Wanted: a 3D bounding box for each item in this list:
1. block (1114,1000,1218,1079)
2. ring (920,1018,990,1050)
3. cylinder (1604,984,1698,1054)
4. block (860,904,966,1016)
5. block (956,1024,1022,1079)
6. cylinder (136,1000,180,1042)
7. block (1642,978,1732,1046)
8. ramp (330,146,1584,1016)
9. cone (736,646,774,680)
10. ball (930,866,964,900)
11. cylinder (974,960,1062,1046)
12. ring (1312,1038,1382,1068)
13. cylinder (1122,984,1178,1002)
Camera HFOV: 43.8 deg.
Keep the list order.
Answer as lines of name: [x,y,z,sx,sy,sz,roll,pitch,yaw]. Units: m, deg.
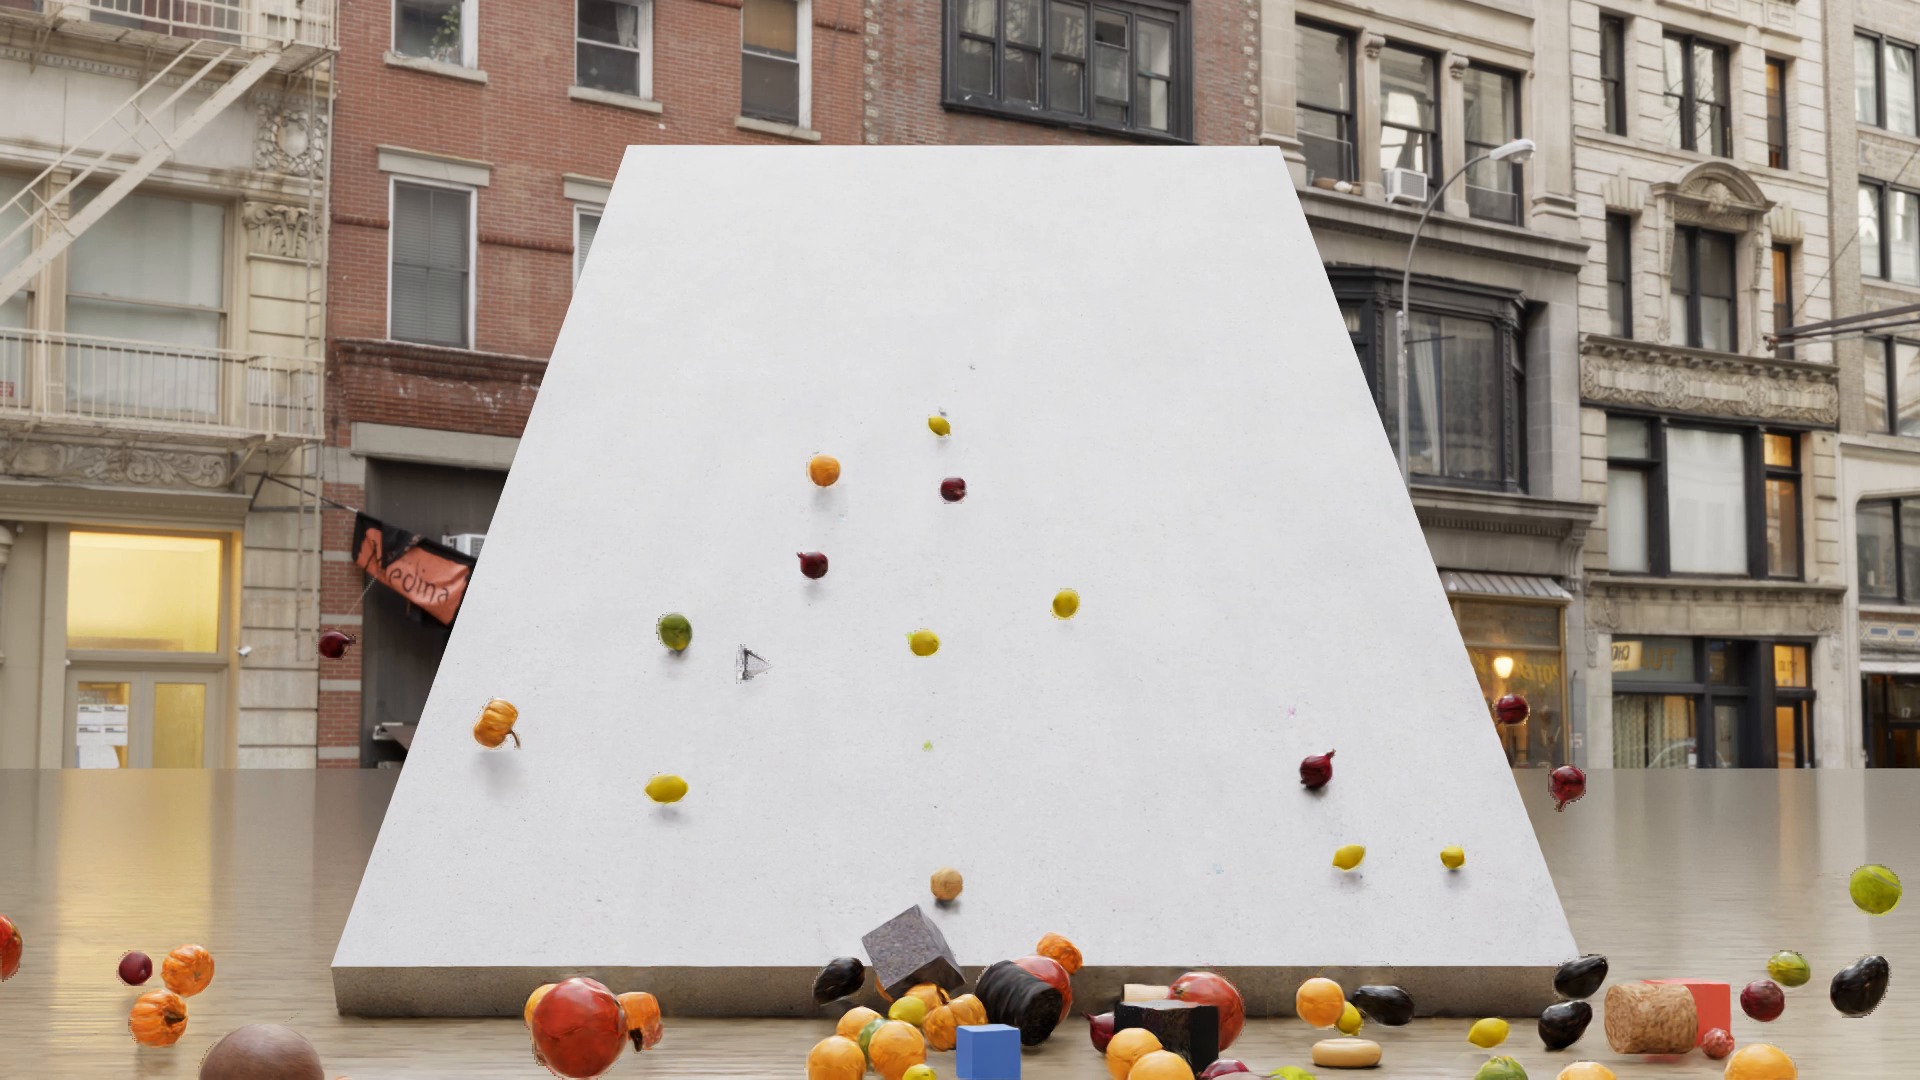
block: [0.266,0.648,3.082,0.096,0.096,0.096,4,-6,-35]
ring: [0.000,0.708,3.423,0.116,0.039,0.116,3,-5,0]
cylinder: [0.958,0.665,3.316,0.095,0.095,0.095,1,-5,-8]
block: [-0.070,0.633,3.596,0.100,0.100,0.100,-32,-41,2]
block: [0.037,0.663,3.082,0.066,0.066,0.066,2,-6,-17]
cylinder: [-1.173,0.704,3.493,0.058,0.058,0.058,0,-5,-14]
block: [1.062,0.690,3.490,0.088,0.088,0.088,2,-6,-18]
ramp: [-0.012,-0.221,5.599,2.000,0.100,4.000,0,28,0]
cone: [-0.386,0.241,4.573,0.067,0.067,0.067,9,-8,-18]
ball: [-0.022,0.569,3.961,0.055,0.055,0.055,0,-5,0]
cylinder: [0.082,0.658,3.394,0.090,0.090,0.090,25,12,39]
ring: [0.522,0.694,3.229,0.095,0.032,0.095,-1,-6,0]
cylinder: [0.278,0.694,3.511,0.077,0.077,0.077,4,-5,3]
